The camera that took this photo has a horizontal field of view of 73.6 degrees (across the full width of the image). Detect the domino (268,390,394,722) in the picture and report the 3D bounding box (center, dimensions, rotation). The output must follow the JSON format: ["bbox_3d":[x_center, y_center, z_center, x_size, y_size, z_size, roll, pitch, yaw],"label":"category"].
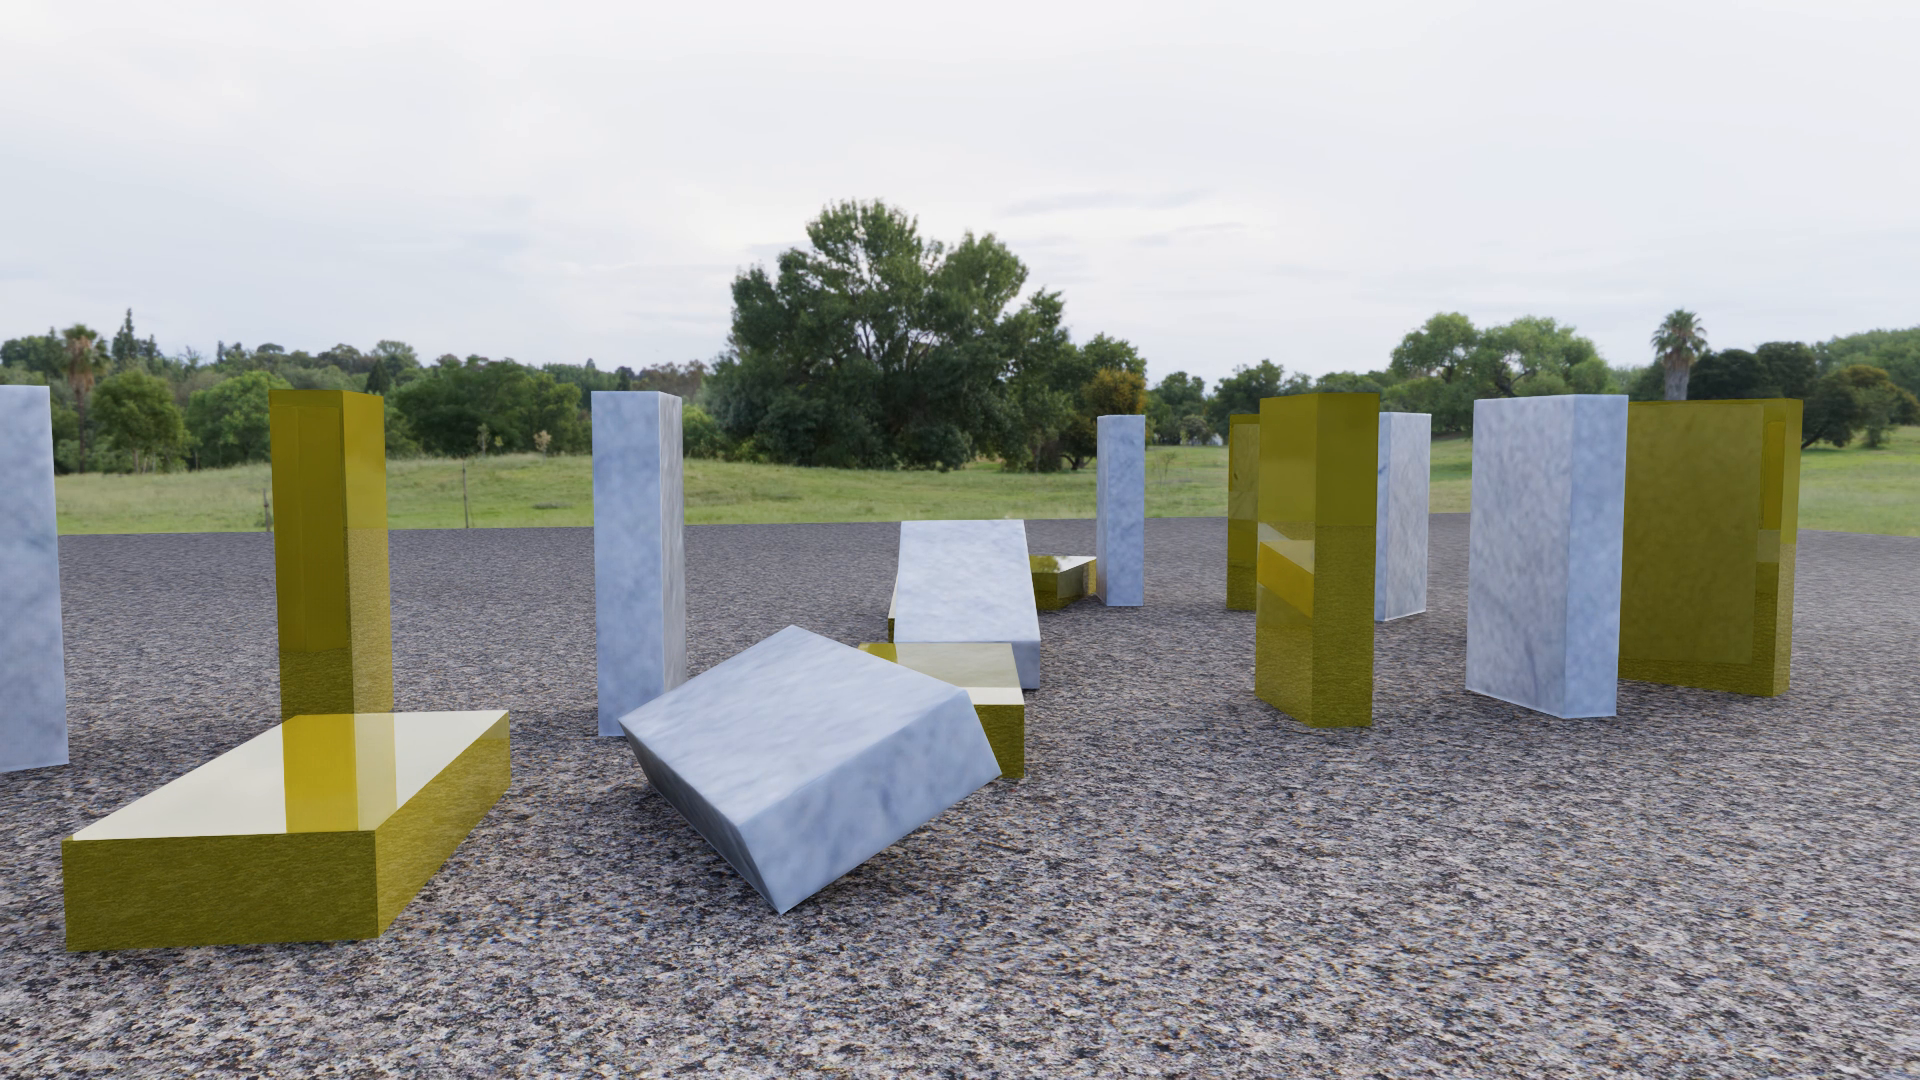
[{"bbox_3d":[-0.094,0.003,0.192,0.009,0.050,0.025,-1,4,-12],"label":"domino"}]

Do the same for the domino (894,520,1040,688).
[{"bbox_3d":[0.001,0.011,0.242,0.025,0.009,0.050,-1,25,-1],"label":"domino"}]

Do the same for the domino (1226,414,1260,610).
[{"bbox_3d":[0.079,-0.008,0.338,0.010,0.050,0.025,2,5,29],"label":"domino"}]

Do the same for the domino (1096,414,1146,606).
[{"bbox_3d":[0.043,-0.009,0.348,0.009,0.050,0.025,0,4,-1],"label":"domino"}]

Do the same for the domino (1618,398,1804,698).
[{"bbox_3d":[0.132,0.001,0.226,0.009,0.050,0.025,-4,6,-43],"label":"domino"}]

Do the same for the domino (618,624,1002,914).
[{"bbox_3d":[-0.019,0.022,0.142,0.025,0.009,0.050,-28,16,-22],"label":"domino"}]

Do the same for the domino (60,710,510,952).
[{"bbox_3d":[-0.065,0.028,0.134,0.025,0.009,0.050,-1,4,-7],"label":"domino"}]

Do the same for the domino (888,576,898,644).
[{"bbox_3d":[-0.001,0.012,0.270,0.025,0.010,0.050,0,16,1],"label":"domino"}]

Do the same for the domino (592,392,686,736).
[{"bbox_3d":[-0.049,0.003,0.198,0.009,0.050,0.025,0,4,-5],"label":"domino"}]

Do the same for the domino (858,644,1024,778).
[{"bbox_3d":[-0.004,0.024,0.188,0.025,0.009,0.050,0,4,0],"label":"domino"}]

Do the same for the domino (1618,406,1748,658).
[{"bbox_3d":[0.144,-0.002,0.261,0.025,0.050,0.009,0,4,-7],"label":"domino"}]

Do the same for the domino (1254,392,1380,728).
[{"bbox_3d":[0.056,0.002,0.204,0.009,0.050,0.025,0,4,-6],"label":"domino"}]

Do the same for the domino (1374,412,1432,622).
[{"bbox_3d":[0.107,-0.006,0.319,0.010,0.050,0.025,4,6,41],"label":"domino"}]

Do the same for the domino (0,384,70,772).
[{"bbox_3d":[-0.130,0.004,0.176,0.010,0.050,0.025,-4,6,-39],"label":"domino"}]

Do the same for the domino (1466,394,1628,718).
[{"bbox_3d":[0.095,0.002,0.210,0.009,0.050,0.025,-1,4,-13],"label":"domino"}]

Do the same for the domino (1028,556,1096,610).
[{"bbox_3d":[0.021,0.011,0.356,0.025,0.010,0.050,1,5,19],"label":"domino"}]
